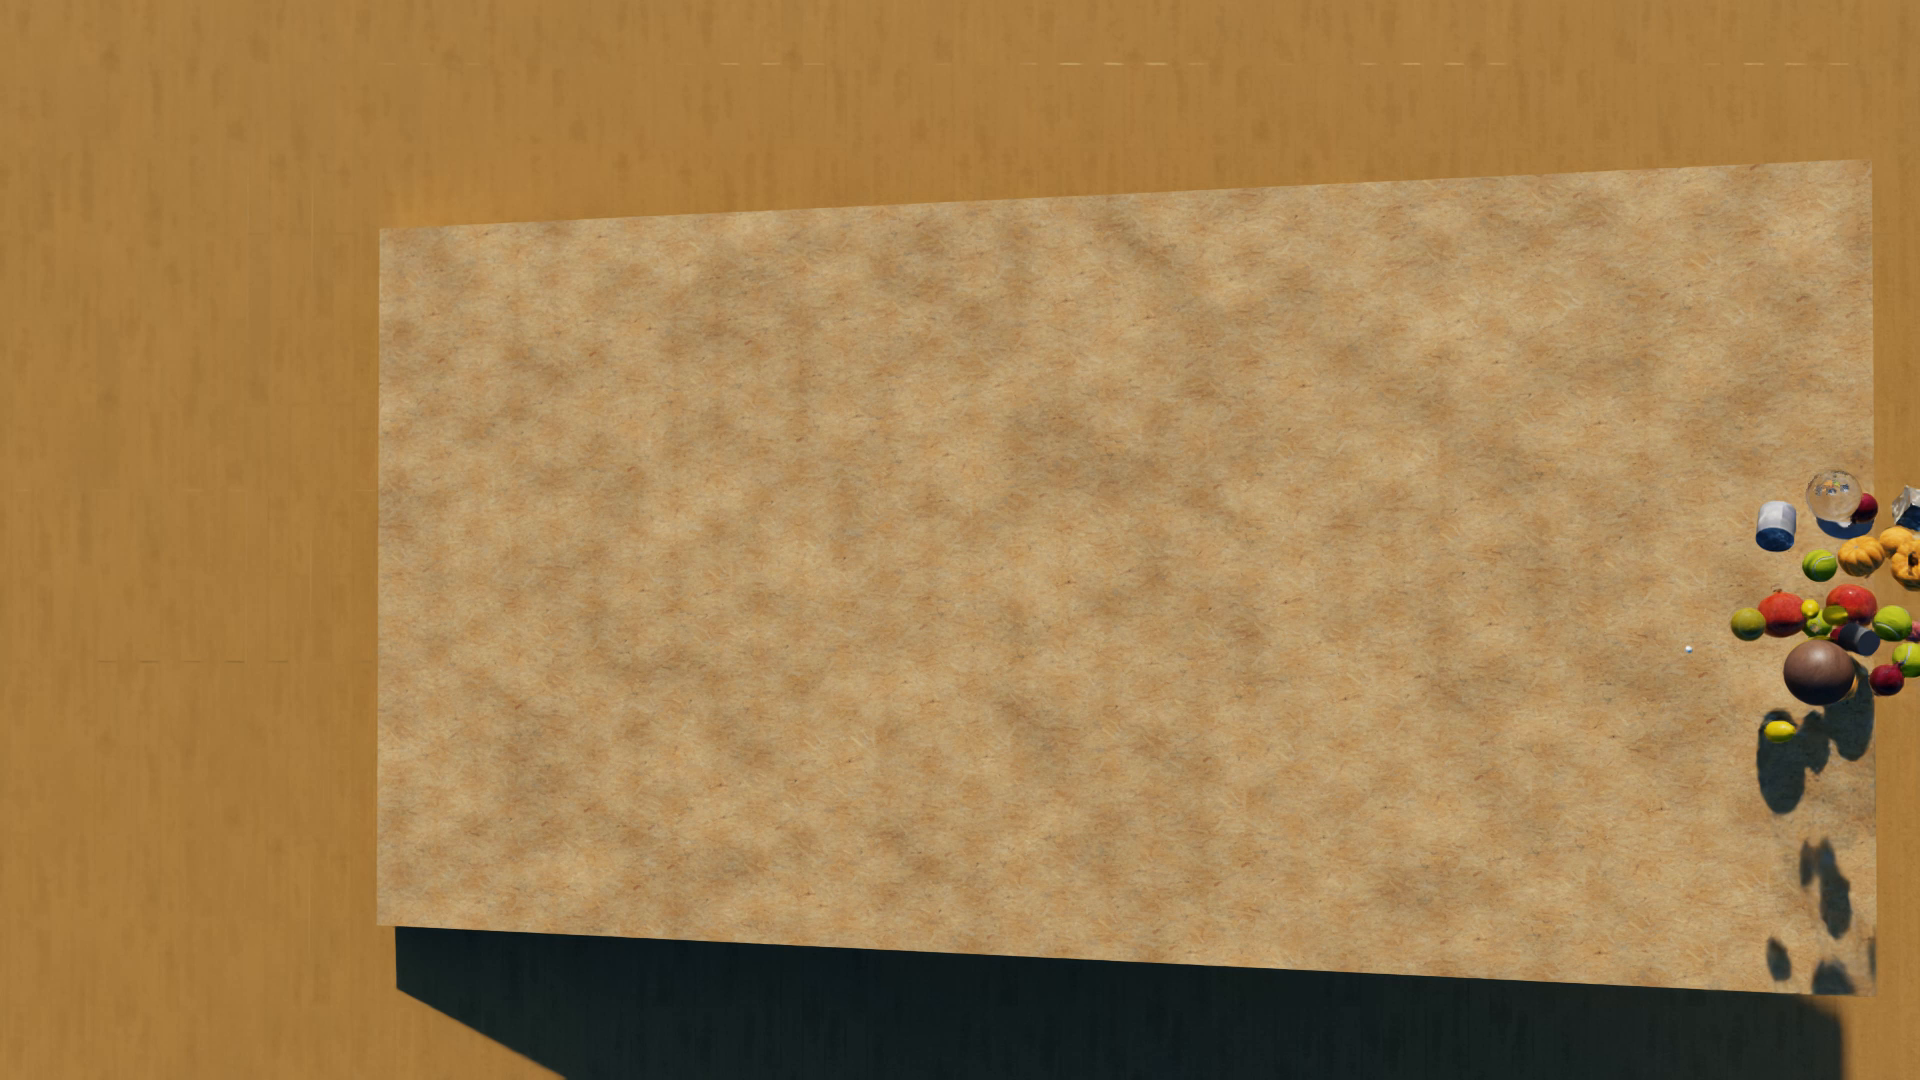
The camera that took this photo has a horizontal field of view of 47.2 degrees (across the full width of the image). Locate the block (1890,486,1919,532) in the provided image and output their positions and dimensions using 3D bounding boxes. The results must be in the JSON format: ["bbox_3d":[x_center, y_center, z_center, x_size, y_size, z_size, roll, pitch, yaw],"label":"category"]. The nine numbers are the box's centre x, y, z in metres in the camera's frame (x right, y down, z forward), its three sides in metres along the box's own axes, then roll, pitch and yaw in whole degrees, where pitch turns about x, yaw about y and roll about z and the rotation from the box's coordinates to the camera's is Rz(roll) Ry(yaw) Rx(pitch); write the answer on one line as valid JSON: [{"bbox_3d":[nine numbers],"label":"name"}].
[{"bbox_3d":[1.971,-0.064,4.546,0.058,0.058,0.058,19,133,-5],"label":"block"}]

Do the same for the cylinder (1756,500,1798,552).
[{"bbox_3d":[1.730,-0.029,4.660,0.077,0.077,0.077,23,53,0],"label":"cylinder"}]

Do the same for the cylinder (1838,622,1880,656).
[{"bbox_3d":[1.754,0.194,4.290,0.053,0.053,0.053,-5,106,-18],"label":"cylinder"}]

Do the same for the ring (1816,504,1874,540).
[{"bbox_3d":[1.906,-0.045,4.738,0.116,0.116,0.039,25,58,0],"label":"ring"}]

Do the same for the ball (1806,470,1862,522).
[{"bbox_3d":[1.663,-0.085,4.184,0.100,0.100,0.100,0,89,0],"label":"ball"}]

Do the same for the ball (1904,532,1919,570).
[{"bbox_3d":[2.149,0.025,4.901,0.084,0.084,0.084,0,89,0],"label":"ball"}]

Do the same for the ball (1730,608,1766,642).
[{"bbox_3d":[1.661,0.179,4.633,0.072,0.072,0.072,0,89,0],"label":"ball"}]

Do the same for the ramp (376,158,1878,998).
[{"bbox_3d":[0.268,0.096,5.829,4.000,0.100,2.000,0,89,16],"label":"ramp"}]
